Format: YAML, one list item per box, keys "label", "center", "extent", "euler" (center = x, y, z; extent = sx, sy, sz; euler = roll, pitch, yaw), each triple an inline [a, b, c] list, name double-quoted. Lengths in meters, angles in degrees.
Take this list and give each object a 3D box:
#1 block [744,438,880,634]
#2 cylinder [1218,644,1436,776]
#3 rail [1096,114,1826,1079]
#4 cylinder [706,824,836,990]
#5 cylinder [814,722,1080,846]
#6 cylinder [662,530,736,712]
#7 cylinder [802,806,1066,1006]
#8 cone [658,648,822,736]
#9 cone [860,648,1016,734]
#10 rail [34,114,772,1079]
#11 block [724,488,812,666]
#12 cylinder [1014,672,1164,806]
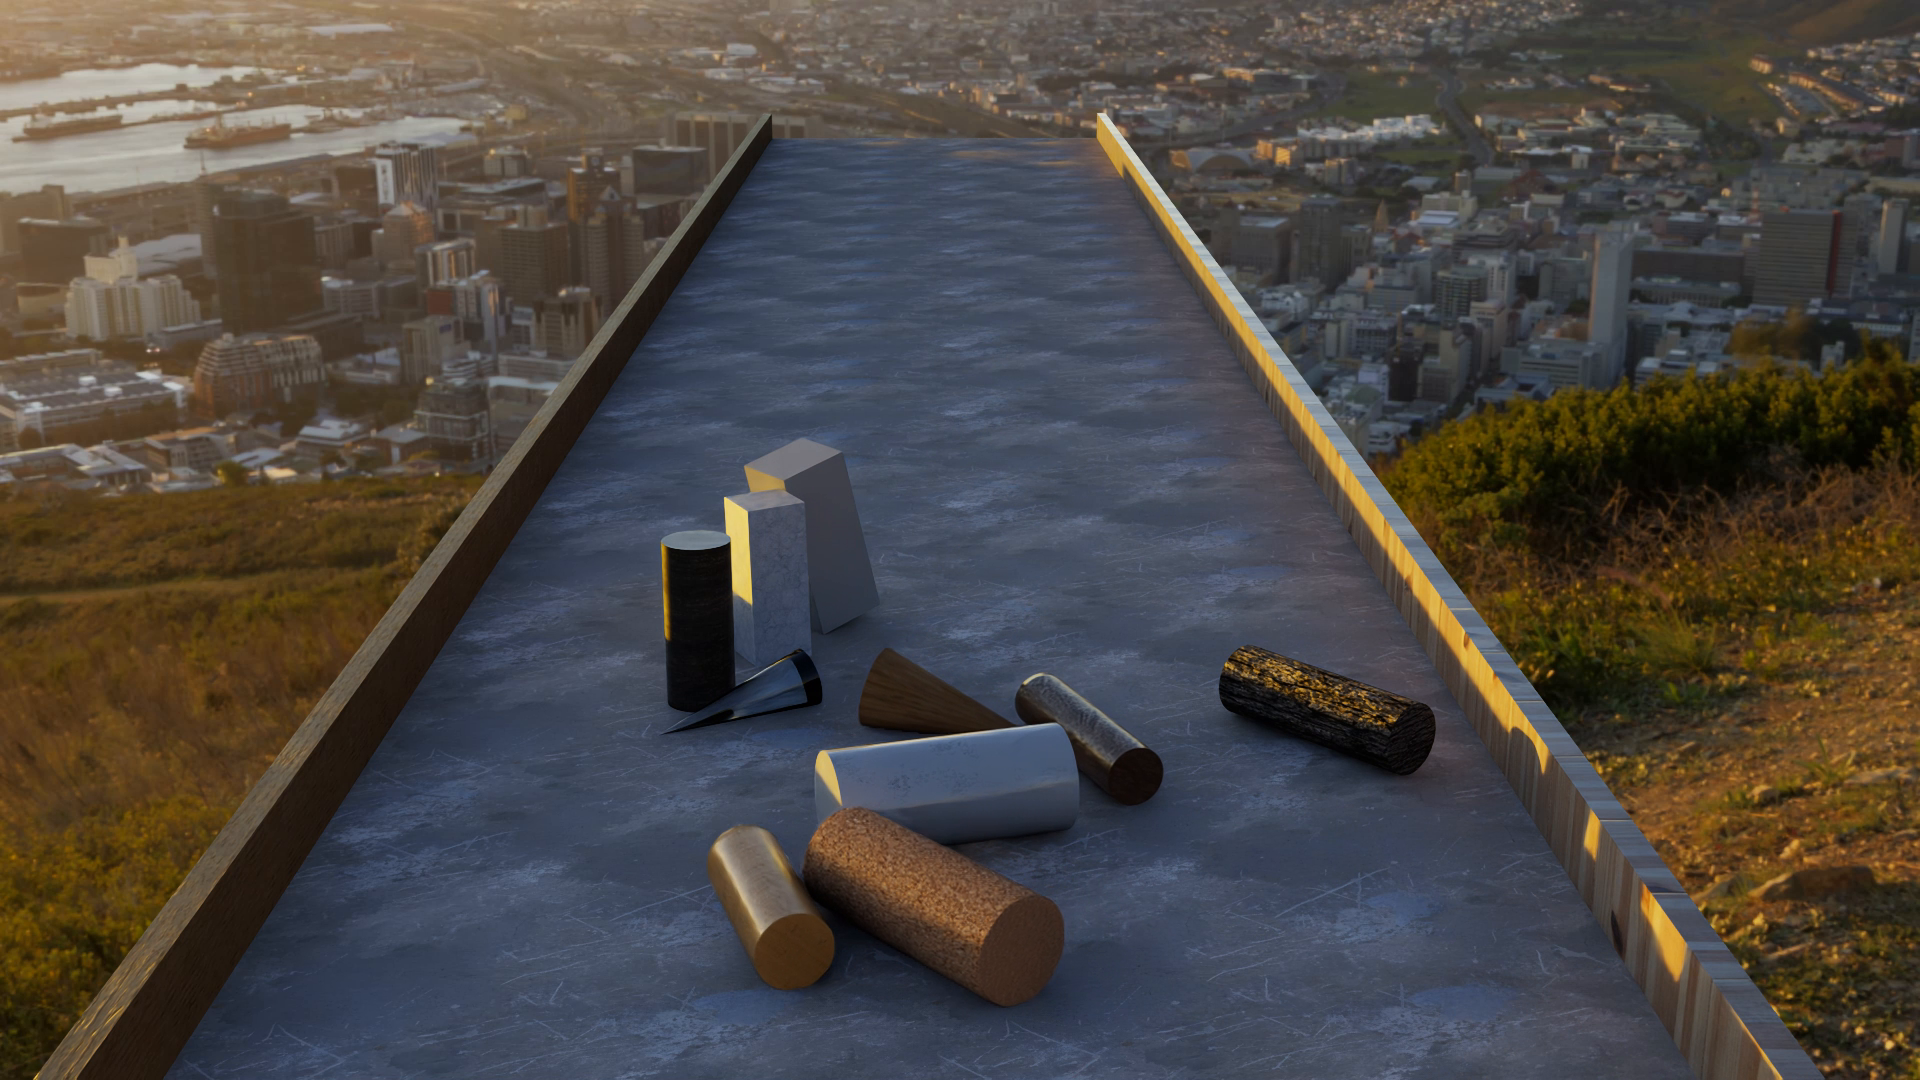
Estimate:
- label: "block"
  center: [-0.307, -0.009, 4.584]
  extent: [0.150, 0.357, 0.150]
  euler: [-28, 29, -29]
- label: "cylinder"
  center: [0.659, 0.304, 3.975]
  extent: [0.132, 0.132, 0.398]
  euler: [-14, 21, -38]
- label: "rail"
  center: [0.932, -0.844, 7.801]
  extent: [0.050, 0.150, 12.000]
  euler: [0, 17, -1]
- label: "cylinder"
  center: [-0.281, 0.534, 3.228]
  extent: [0.117, 0.117, 0.320]
  euler: [-5, 17, -17]
- label: "cylinder"
  center: [-0.022, 0.405, 3.554]
  extent: [0.393, 0.177, 0.177]
  euler: [-5, 17, -18]
- label: "cylinder"
  center: [-0.493, 0.153, 4.152]
  extent: [0.130, 0.320, 0.130]
  euler: [0, 17, 0]
- label: "cylinder"
  center: [-0.043, 0.524, 3.183]
  extent: [0.161, 0.161, 0.401]
  euler: [-14, 21, -38]
- label: "cone"
  center: [-0.421, 0.308, 4.092]
  extent: [0.317, 0.113, 0.113]
  euler: [-20, 24, -26]
- label: "cone"
  center: [0.004, 0.321, 4.018]
  extent: [0.347, 0.150, 0.150]
  euler: [18, 21, 15]
- label: "rail"
  center: [-1.118, -0.838, 7.780]
  extent: [0.050, 0.150, 12.000]
  euler: [0, 17, -1]
- label: "block"
  center: [-0.384, 0.074, 4.408]
  extent: [0.122, 0.322, 0.122]
  euler: [-10, 19, -26]
- label: "cylinder"
  center: [0.223, 0.346, 3.881]
  extent: [0.104, 0.104, 0.397]
  euler: [-7, 18, -21]
